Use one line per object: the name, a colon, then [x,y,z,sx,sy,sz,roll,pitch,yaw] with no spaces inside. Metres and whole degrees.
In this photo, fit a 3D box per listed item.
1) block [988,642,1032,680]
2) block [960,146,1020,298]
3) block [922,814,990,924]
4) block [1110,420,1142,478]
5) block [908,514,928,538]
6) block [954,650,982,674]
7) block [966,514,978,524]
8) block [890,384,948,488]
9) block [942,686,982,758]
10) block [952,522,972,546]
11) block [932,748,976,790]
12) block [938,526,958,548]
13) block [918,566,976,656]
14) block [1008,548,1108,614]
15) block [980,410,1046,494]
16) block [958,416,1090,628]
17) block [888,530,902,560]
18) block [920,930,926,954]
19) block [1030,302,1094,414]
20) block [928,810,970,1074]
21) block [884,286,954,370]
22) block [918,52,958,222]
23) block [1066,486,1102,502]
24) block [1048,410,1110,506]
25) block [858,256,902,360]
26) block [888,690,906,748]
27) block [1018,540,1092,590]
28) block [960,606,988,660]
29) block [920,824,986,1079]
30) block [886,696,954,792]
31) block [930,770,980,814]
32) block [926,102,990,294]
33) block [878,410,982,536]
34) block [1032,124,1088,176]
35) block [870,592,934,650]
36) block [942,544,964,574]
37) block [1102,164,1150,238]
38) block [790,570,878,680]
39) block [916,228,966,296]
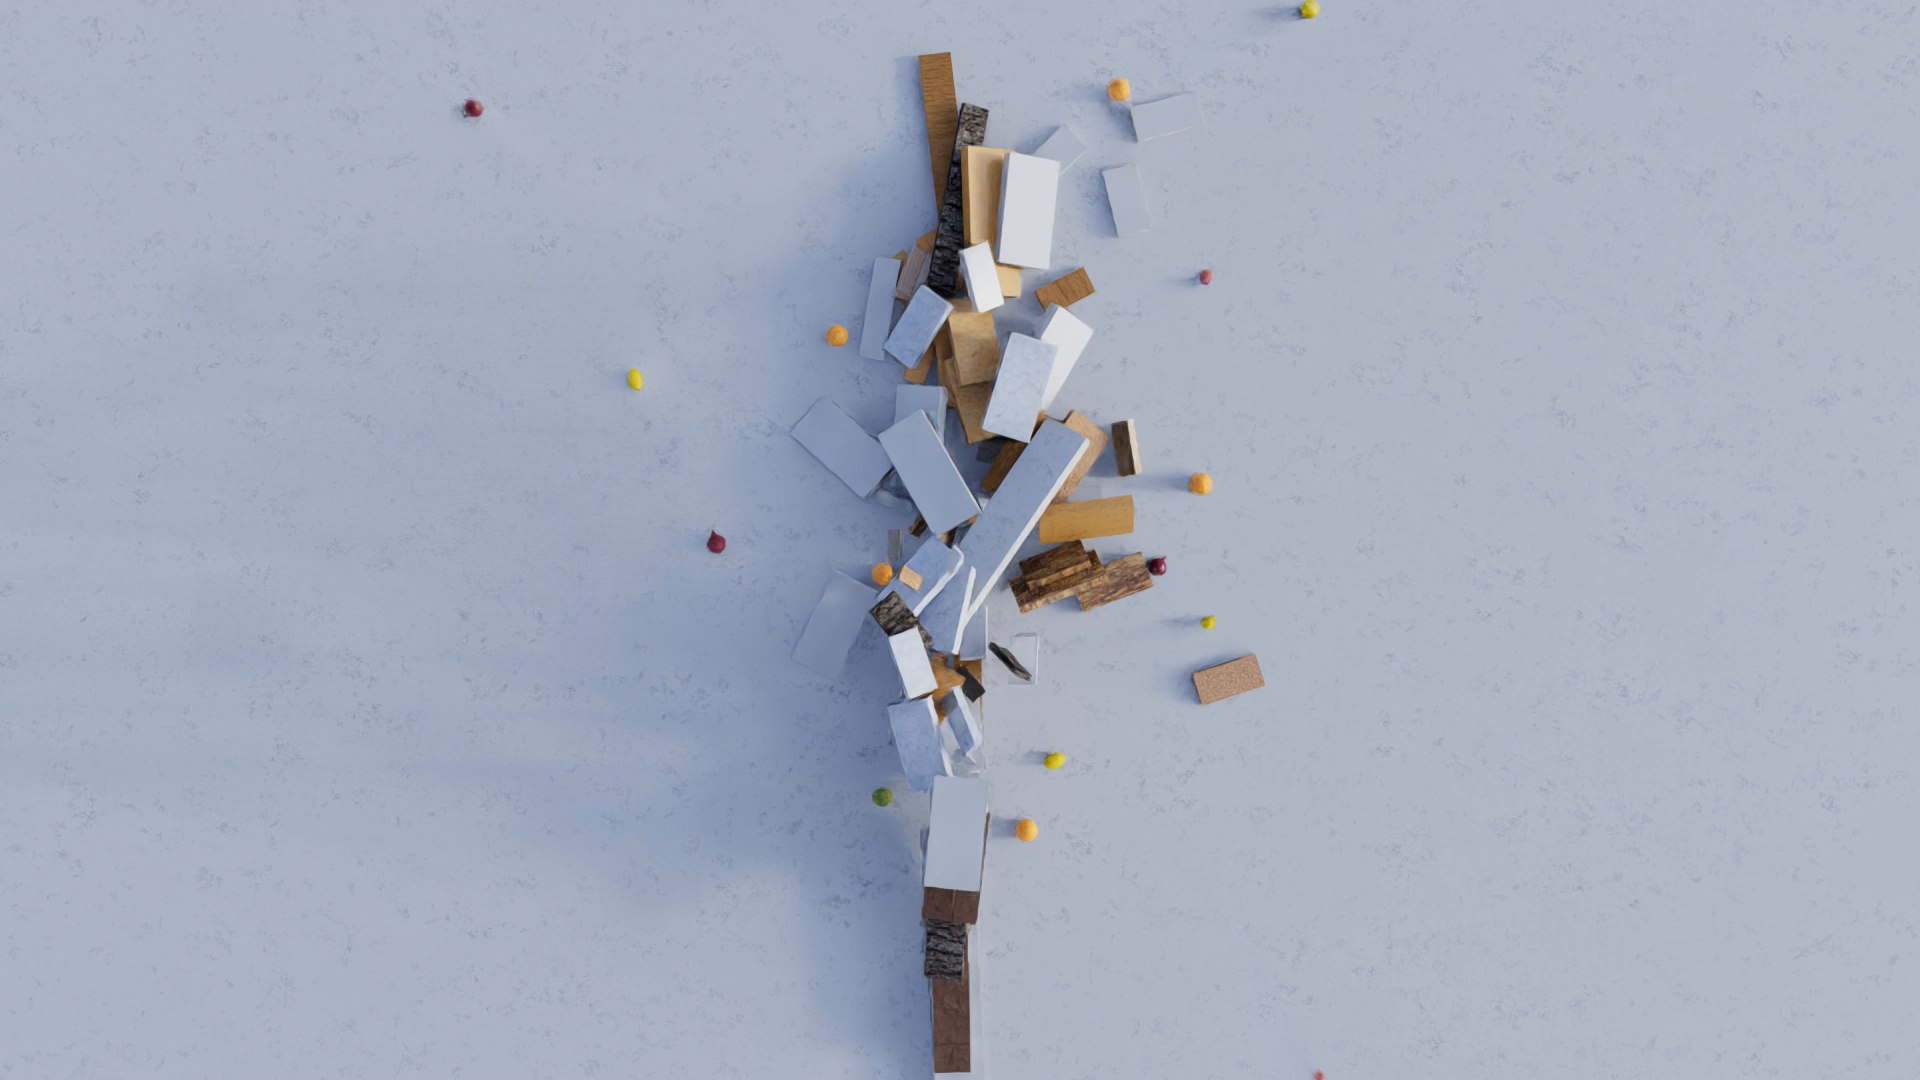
block: [0.158,0.384,5.219,0.022,0.077,0.153,-53,46,8]
block: [0.101,-1.045,5.437,0.178,0.050,0.484,-2,90,-27]
block: [-0.011,1.005,5.094,0.168,0.048,0.337,6,78,5]
block: [0.550,-0.303,5.455,0.026,0.090,0.181,-9,90,-31]
block: [-0.104,-0.084,5.441,0.016,0.057,0.170,43,100,30]
block: [0.025,0.349,5.336,0.087,0.025,0.174,-1,86,-2]
block: [0.068,-0.061,5.454,0.105,0.030,0.210,-18,90,-42]
block: [-0.136,-0.339,5.430,0.167,0.047,0.335,6,92,31]
block: [0.005,0.567,5.162,0.028,0.100,0.200,-8,61,-29]
block: [0.014,0.004,5.415,0.063,0.018,0.125,20,104,18]
block: [-0.023,0.738,5.204,0.076,0.022,0.153,38,97,4]
block: [-0.031,-0.075,5.437,0.063,0.018,0.237,23,80,-40]
block: [-0.048,0.218,5.259,0.142,0.040,0.285,5,72,26]
block: [0.324,0.136,5.446,0.304,0.035,0.123,-21,48,0]
block: [0.209,-0.273,5.436,0.156,0.044,0.311,30,90,-37]
block: [0.148,-0.059,5.336,0.163,0.046,0.734,32,85,29]
block: [-0.210,0.016,5.328,0.046,0.013,0.093,-7,76,32]
block: [-0.044,1.201,5.174,0.119,0.034,0.238,12,111,4]
block: [0.279,-0.579,5.422,0.178,0.050,0.356,30,91,-40]
block: [-0.033,1.309,5.376,0.119,0.034,0.856,-1,93,-3]
block: [-0.138,-0.696,5.402,0.123,0.035,0.247,39,111,16]
block: [-0.041,-1.249,5.485,0.106,0.030,0.733,-7,90,0]
block: [0.363,-0.117,5.485,0.219,0.031,0.109,-6,90,0]
block: [0.343,-0.257,5.435,0.156,0.044,0.311,36,86,-12]
block: [-0.265,-0.767,5.468,0.085,0.024,0.336,11,96,5]
block: [-0.145,0.553,5.277,0.119,0.034,0.238,16,83,-8]
block: [0.313,0.081,5.450,0.219,0.109,0.031,-21,134,0]
block: [0.042,0.298,5.295,0.087,0.025,0.174,-3,69,8]
block: [-0.011,1.607,5.432,0.168,0.048,1.351,-3,93,-3]
block: [-0.123,0.639,5.168,0.142,0.040,0.284,-14,94,24]
block: [-0.010,0.896,5.248,0.159,0.045,0.319,-2,93,6]
block: [-0.006,-1.129,5.437,0.090,0.026,0.633,13,83,-15]
block: [-0.100,-0.215,5.349,0.167,0.047,0.383,-30,86,9]
block: [0.304,-1.263,5.484,0.222,0.031,0.111,-44,90,0]
block: [-0.181,0.268,5.112,0.100,0.028,0.200,-40,98,-17]
block: [-0.021,0.062,5.175,0.046,0.013,0.093,47,135,18]
block: [0.553,-1.127,5.484,0.111,0.031,0.222,-14,90,0]
block: [-0.415,0.283,5.477,0.163,0.046,0.327,27,90,0]
block: [-0.047,-0.924,5.455,0.106,0.030,0.212,-31,90,0]
